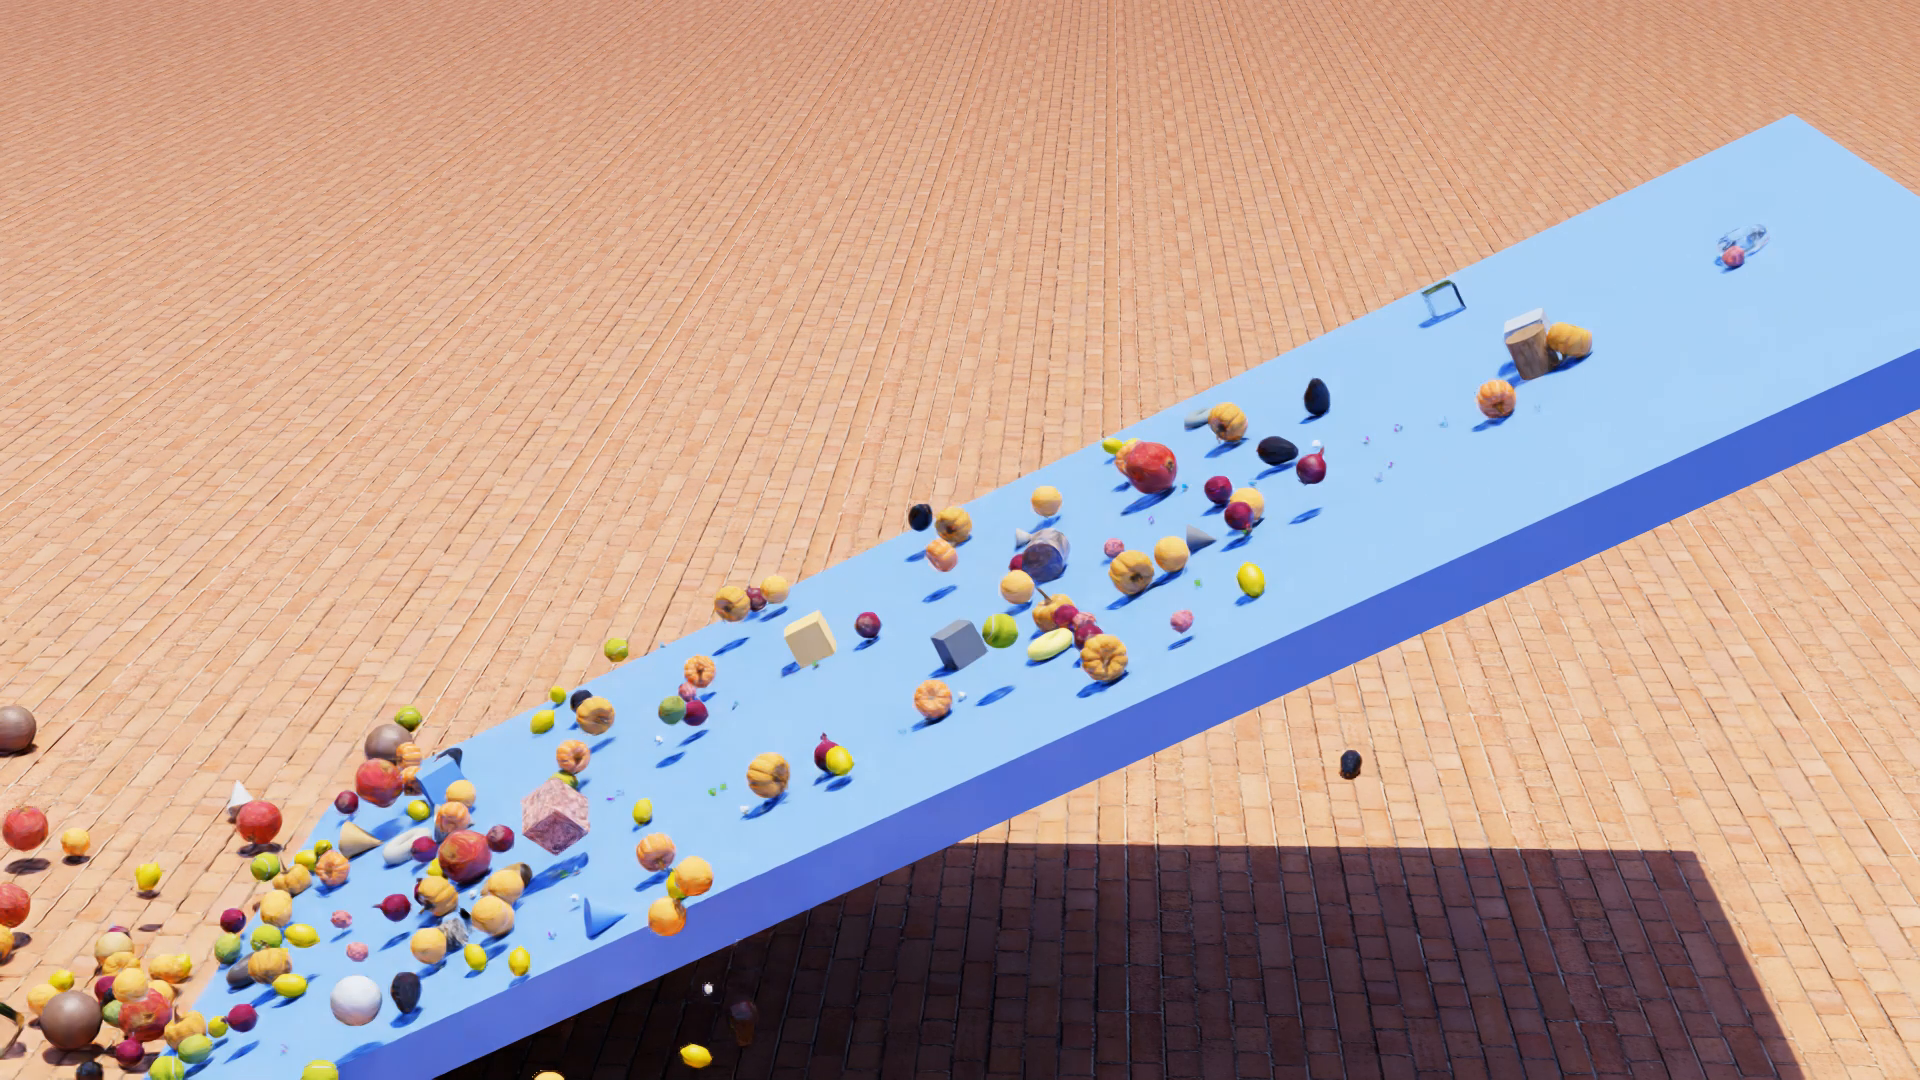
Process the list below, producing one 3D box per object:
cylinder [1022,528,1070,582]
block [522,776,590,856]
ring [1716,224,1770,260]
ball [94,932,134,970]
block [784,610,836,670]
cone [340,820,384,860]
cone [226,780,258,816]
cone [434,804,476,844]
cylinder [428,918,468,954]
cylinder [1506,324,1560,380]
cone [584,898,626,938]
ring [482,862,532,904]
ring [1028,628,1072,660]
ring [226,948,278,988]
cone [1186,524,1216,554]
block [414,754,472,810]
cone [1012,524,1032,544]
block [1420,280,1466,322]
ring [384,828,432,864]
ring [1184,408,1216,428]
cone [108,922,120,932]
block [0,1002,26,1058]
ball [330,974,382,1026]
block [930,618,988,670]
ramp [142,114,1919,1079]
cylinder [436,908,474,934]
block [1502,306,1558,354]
[{"bbox_3d":[0.184,0.032,6.287,0.090,0.090,0.090,4,21,12],"label":"cylinder"},{"bbox_3d":[-0.823,0.562,5.982,0.096,0.096,0.096,-36,37,20],"label":"block"},{"bbox_3d":[1.608,-0.612,6.038,0.113,0.038,0.113,-25,15,7],"label":"ring"},{"bbox_3d":[-1.957,0.951,6.806,0.091,0.091,0.091,0,17,0],"label":"ball"},{"bbox_3d":[-0.335,0.223,6.594,0.085,0.085,0.085,-26,14,7],"label":"block"},{"bbox_3d":[-1.402,0.712,6.935,0.095,0.095,0.095,3,17,8],"label":"cone"},{"bbox_3d":[-1.888,0.666,7.709,0.085,0.085,0.085,-13,-22,-6],"label":"cone"},{"bbox_3d":[-1.144,0.645,6.688,0.091,0.091,0.091,-1,17,-4],"label":"cone"},{"bbox_3d":[-1.023,0.793,5.877,0.057,0.057,0.057,-24,11,15],"label":"cylinder"},{"bbox_3d":[1.158,-0.380,5.946,0.084,0.084,0.084,-26,14,7],"label":"cylinder"},{"bbox_3d":[-0.663,0.708,5.541,0.078,0.078,0.078,-4,17,-18],"label":"cone"},{"bbox_3d":[-0.934,0.707,6.058,0.117,0.039,0.117,-28,16,9],"label":"ring"},{"bbox_3d":[0.177,0.206,5.783,0.098,0.033,0.098,-27,10,5],"label":"ring"},{"bbox_3d":[-1.539,0.930,6.398,0.122,0.041,0.122,-27,14,7],"label":"ring"},{"bbox_3d":[0.491,-0.001,5.950,0.064,0.064,0.064,3,17,9],"label":"cone"},{"bbox_3d":[-1.228,0.578,6.987,0.092,0.092,0.092,-31,14,-16],"label":"block"},{"bbox_3d":[0.151,-0.004,6.629,0.051,0.051,0.051,21,9,-21],"label":"cone"},{"bbox_3d":[1.102,-0.545,6.701,0.067,0.067,0.067,-28,14,0],"label":"block"},{"bbox_3d":[-1.262,0.699,6.720,0.122,0.041,0.122,-25,14,7],"label":"ring"},{"bbox_3d":[0.560,-0.285,6.873,0.079,0.026,0.079,-25,14,7],"label":"ring"},{"bbox_3d":[-1.997,0.926,6.935,0.064,0.064,0.064,0,17,0],"label":"cone"},{"bbox_3d":[-2.090,1.061,6.391,0.078,0.078,0.078,36,2,-20],"label":"block"},{"bbox_3d":[-1.132,0.863,5.510,0.096,0.096,0.096,0,17,0],"label":"ball"},{"bbox_3d":[-0.002,0.214,6.011,0.073,0.073,0.073,-32,14,-18],"label":"block"},{"bbox_3d":[0.139,0.168,6.281,4.000,0.100,2.000,-25,14,10],"label":"ramp"},{"bbox_3d":[-1.018,0.777,5.930,0.054,0.054,0.054,-24,12,14],"label":"cylinder"},{"bbox_3d":[1.175,-0.416,6.050,0.083,0.083,0.083,-22,15,22],"label":"block"}]
